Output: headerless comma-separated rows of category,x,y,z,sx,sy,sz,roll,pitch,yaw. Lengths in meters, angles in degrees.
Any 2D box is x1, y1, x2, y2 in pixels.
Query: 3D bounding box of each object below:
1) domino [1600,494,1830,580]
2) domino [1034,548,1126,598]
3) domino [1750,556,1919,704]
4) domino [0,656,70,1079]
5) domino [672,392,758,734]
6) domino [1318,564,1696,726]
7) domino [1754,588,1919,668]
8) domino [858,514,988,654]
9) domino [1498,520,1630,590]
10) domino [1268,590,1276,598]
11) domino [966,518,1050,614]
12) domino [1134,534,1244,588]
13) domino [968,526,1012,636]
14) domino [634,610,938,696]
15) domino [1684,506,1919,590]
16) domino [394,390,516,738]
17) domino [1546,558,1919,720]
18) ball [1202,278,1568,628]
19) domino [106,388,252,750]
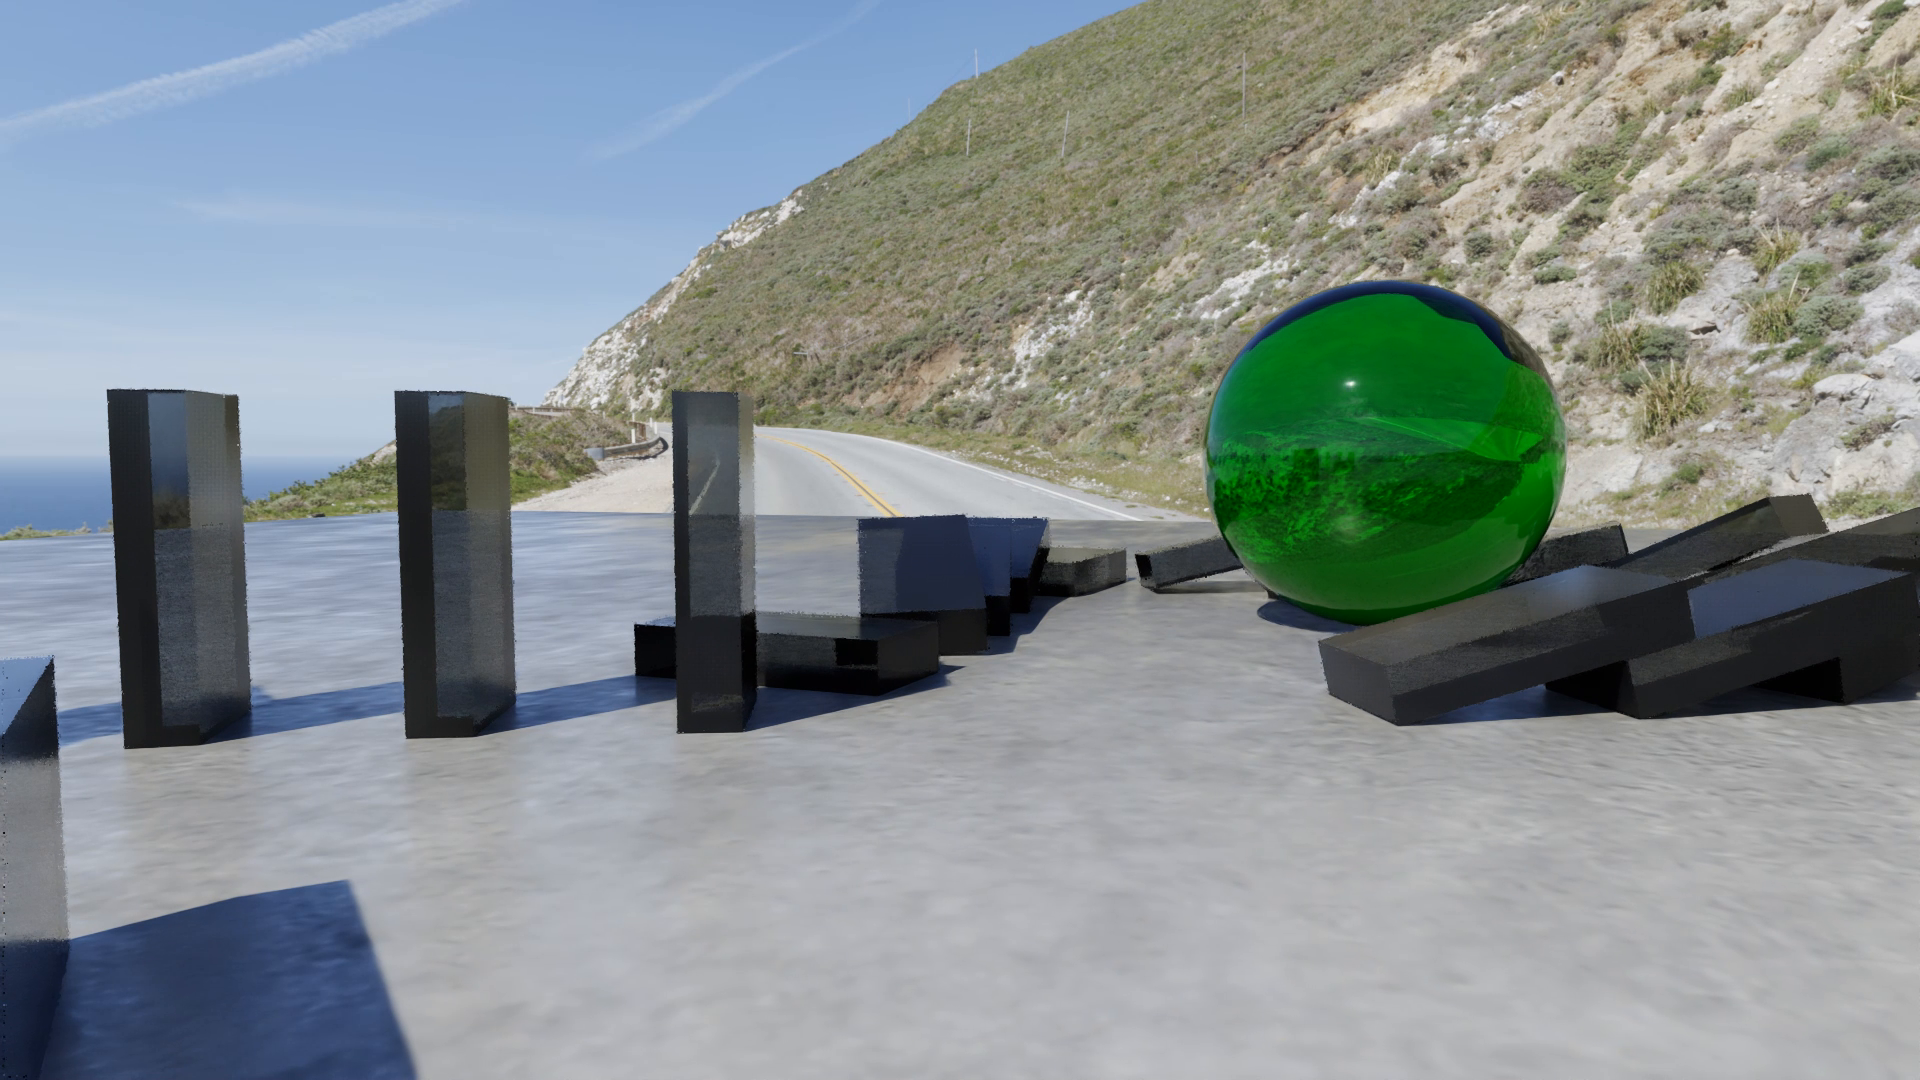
domino,0.171,0.004,0.300,0.025,0.009,0.050,-3,-21,-39
domino,0.030,0.009,0.383,0.025,0.009,0.050,2,5,24
domino,0.162,0.015,0.230,0.050,0.009,0.025,-16,10,-20
domino,-0.066,0.024,0.083,0.010,0.025,0.050,-3,5,-31
domino,-0.038,0.003,0.200,0.010,0.050,0.025,0,4,-4
domino,0.087,0.016,0.208,0.050,0.010,0.025,-15,6,-6
domino,0.187,0.018,0.269,0.025,0.010,0.050,4,6,43
domino,-0.009,0.009,0.278,0.025,0.009,0.050,-3,23,-4
domino,0.145,0.006,0.334,0.050,0.010,0.025,-15,-3,24
domino,0.111,0.005,0.353,0.050,0.009,0.025,-14,-3,28
domino,0.009,0.006,0.346,0.025,0.009,0.050,1,18,10
domino,0.078,0.003,0.376,0.050,0.009,0.025,-13,0,-1
domino,0.000,0.009,0.307,0.025,0.009,0.050,0,18,3
domino,-0.032,0.020,0.237,0.050,0.010,0.025,2,5,23
domino,0.181,0.004,0.268,0.025,0.010,0.050,-7,-15,-40
domino,-0.077,0.003,0.196,0.009,0.050,0.025,0,4,-6
domino,0.126,0.016,0.213,0.050,0.009,0.025,-16,6,-6
ball,0.097,-0.020,0.297,0.080,0.080,0.080,0,4,0
domino,-0.115,0.003,0.190,0.009,0.050,0.025,-1,4,-14
